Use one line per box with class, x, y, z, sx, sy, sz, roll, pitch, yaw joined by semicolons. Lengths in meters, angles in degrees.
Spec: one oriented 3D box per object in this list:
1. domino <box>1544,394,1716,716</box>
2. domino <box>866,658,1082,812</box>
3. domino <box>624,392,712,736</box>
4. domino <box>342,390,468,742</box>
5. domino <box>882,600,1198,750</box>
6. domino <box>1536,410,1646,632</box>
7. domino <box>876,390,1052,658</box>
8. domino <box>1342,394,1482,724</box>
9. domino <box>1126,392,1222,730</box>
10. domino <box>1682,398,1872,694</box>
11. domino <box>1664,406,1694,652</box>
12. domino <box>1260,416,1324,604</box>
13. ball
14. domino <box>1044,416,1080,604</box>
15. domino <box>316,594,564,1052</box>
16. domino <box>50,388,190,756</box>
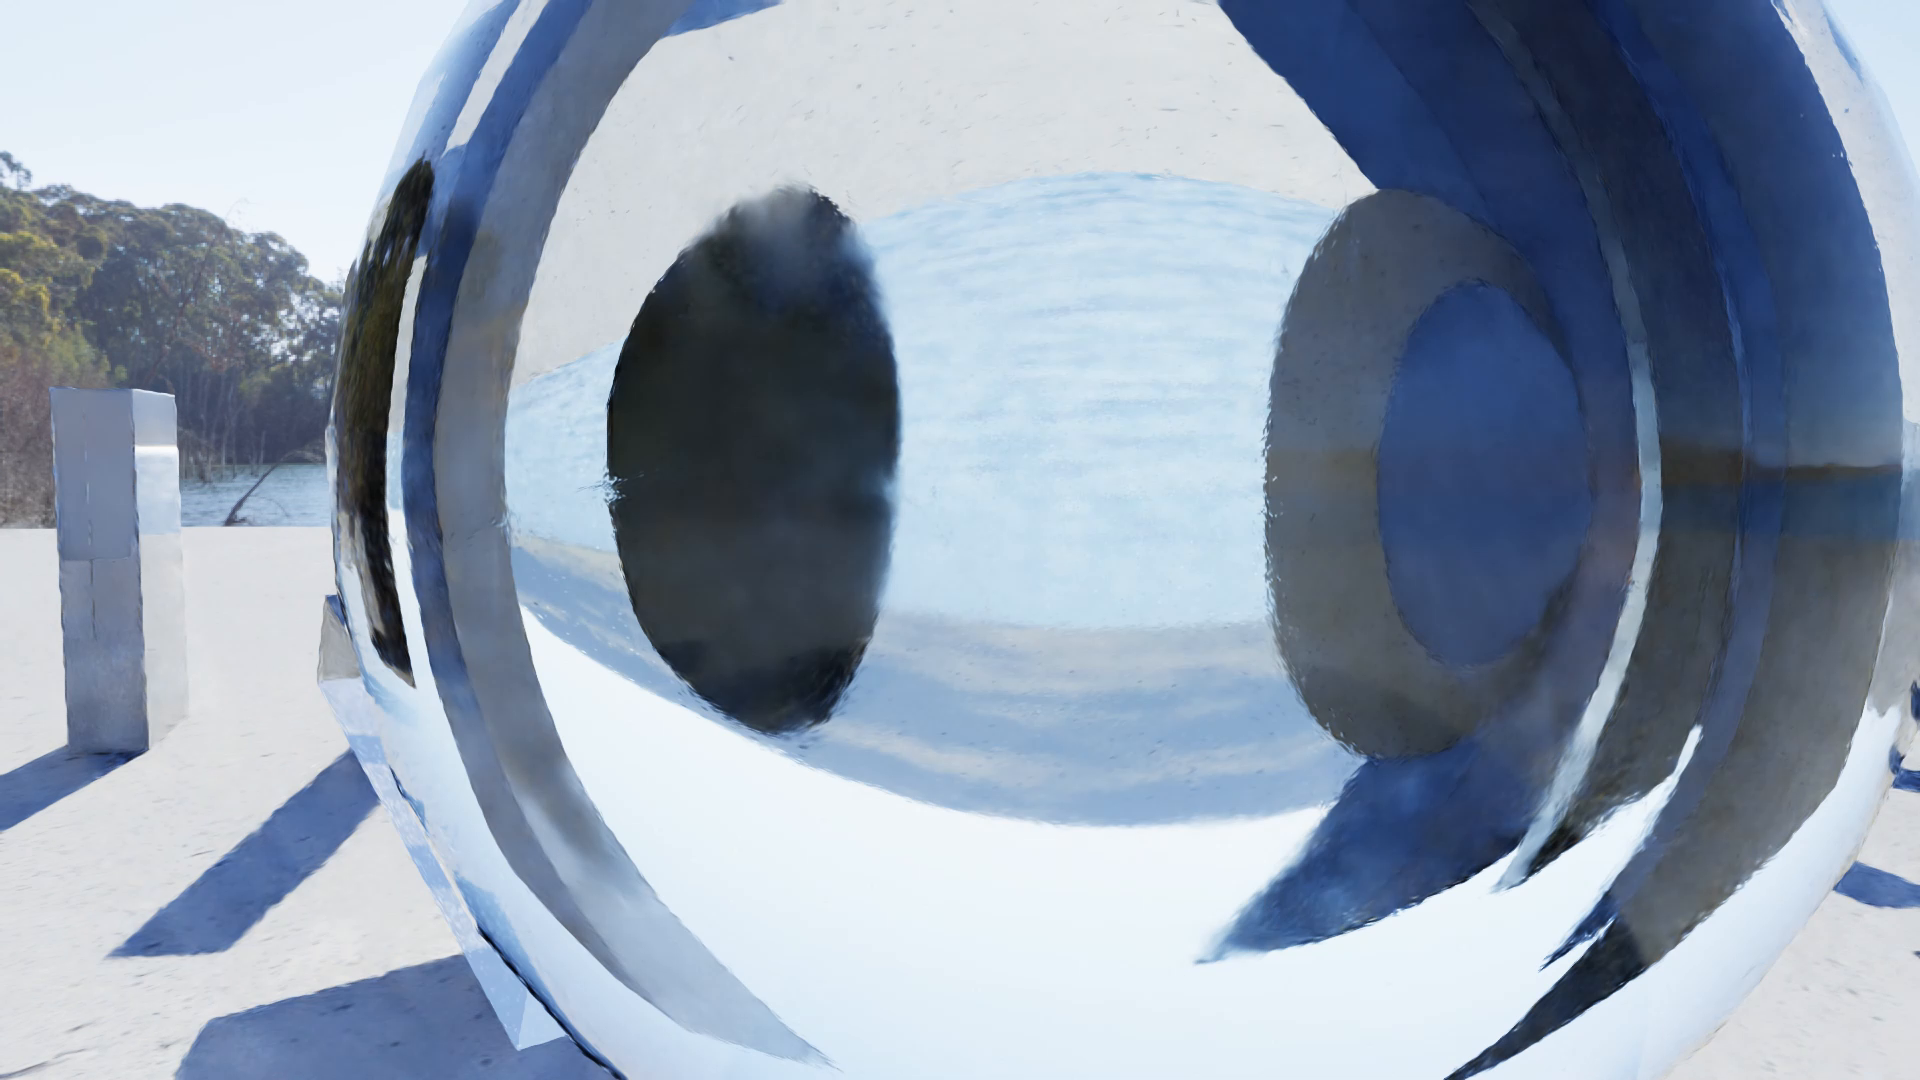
domino;0.110;0.002;0.212;0.010;0.050;0.025;-1;4;-14
domino;0.000;0.025;0.174;0.025;0.010;0.050;0;4;-4
domino;-0.045;0.003;0.199;0.009;0.050;0.025;0;4;-6
domino;-0.083;0.003;0.194;0.010;0.050;0.025;-1;4;-8
domino;0.008;0.016;0.166;0.025;0.009;0.050;-1;4;-16
domino;0.147;-0.005;0.299;0.025;0.050;0.010;-3;5;-32
domino;0.000;0.002;0.203;0.025;0.050;0.010;-1;10;-14
domino;0.072;0.002;0.206;0.009;0.050;0.025;-1;4;-8
domino;0.033;0.002;0.202;0.010;0.050;0.025;0;4;-3
domino;0.145;0.000;0.228;0.010;0.050;0.025;-4;6;-42
domino;0.160;-0.002;0.263;0.025;0.050;0.009;0;4;-1
domino;0.091;-0.009;0.352;0.010;0.050;0.025;3;5;31
ball;0.008;-0.004;0.074;0.080;0.080;0.080;0;4;0
domino;0.020;-0.009;0.352;0.025;0.050;0.009;4;6;40
domino;-0.036;0.020;0.113;0.025;0.009;0.050;-4;29;-41
domino;-0.121;0.004;0.186;0.009;0.050;0.025;-2;5;-20
